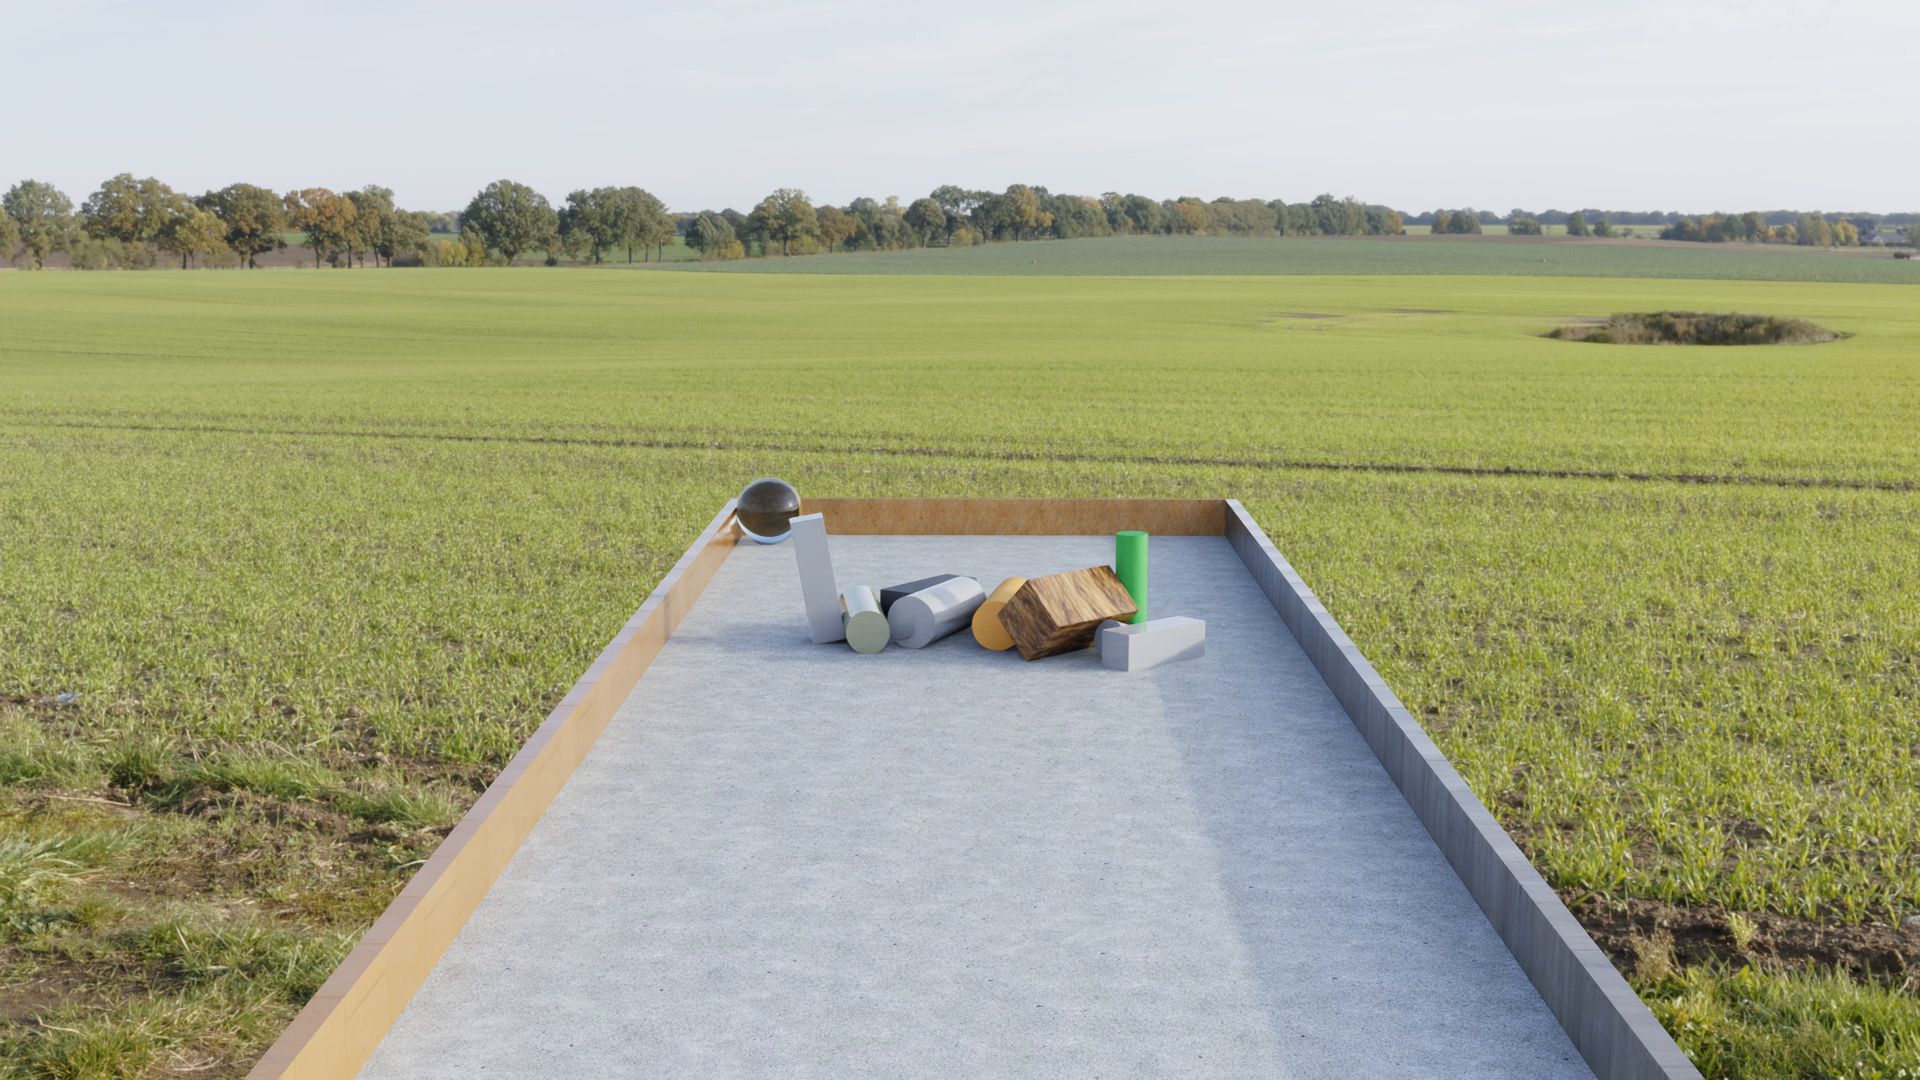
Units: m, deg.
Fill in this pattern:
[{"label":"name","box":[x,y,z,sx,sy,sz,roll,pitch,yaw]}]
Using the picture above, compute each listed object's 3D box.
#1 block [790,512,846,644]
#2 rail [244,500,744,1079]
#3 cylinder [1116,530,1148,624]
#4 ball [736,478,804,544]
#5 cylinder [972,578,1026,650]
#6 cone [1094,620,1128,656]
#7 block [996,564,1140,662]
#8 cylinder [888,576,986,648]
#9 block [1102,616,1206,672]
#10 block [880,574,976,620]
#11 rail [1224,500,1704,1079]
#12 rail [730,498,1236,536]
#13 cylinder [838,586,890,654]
[{"label":"block","box":[-0.451,0.122,6.946,0.104,0.394,0.104,-11,10,-5]},{"label":"rail","box":[-1.004,0.839,3.234,0.050,0.150,12.000,0,9,1]},{"label":"cylinder","box":[0.539,0.153,6.919,0.101,0.352,0.101,0,9,0]},{"label":"ball","box":[-0.770,-0.118,8.895,0.270,0.270,0.270,0,9,0]},{"label":"cylinder","box":[0.151,0.233,7.038,0.157,0.157,0.436,2,9,10]},{"label":"cone","box":[0.585,0.313,6.841,0.365,0.122,0.122,4,3,-45]},{"label":"block","box":[0.335,0.224,6.785,0.379,0.180,0.180,-9,-32,-45]},{"label":"cylinder","box":[-0.070,0.229,7.026,0.167,0.167,0.389,4,10,25]},{"label":"block","box":[0.589,0.314,6.675,0.334,0.111,0.111,-8,12,-41]},{"label":"block","box":[-0.102,0.207,7.298,0.128,0.128,0.365,6,11,35]},{"label":"rail","box":[1.046,0.843,3.208,0.050,0.150,12.000,0,9,1]},{"label":"rail","box":[0.099,-0.098,9.147,2.100,0.150,0.050,0,9,1]},{"label":"cylinder","box":[-0.308,0.250,7.000,0.136,0.136,0.451,-1,9,-6]}]
